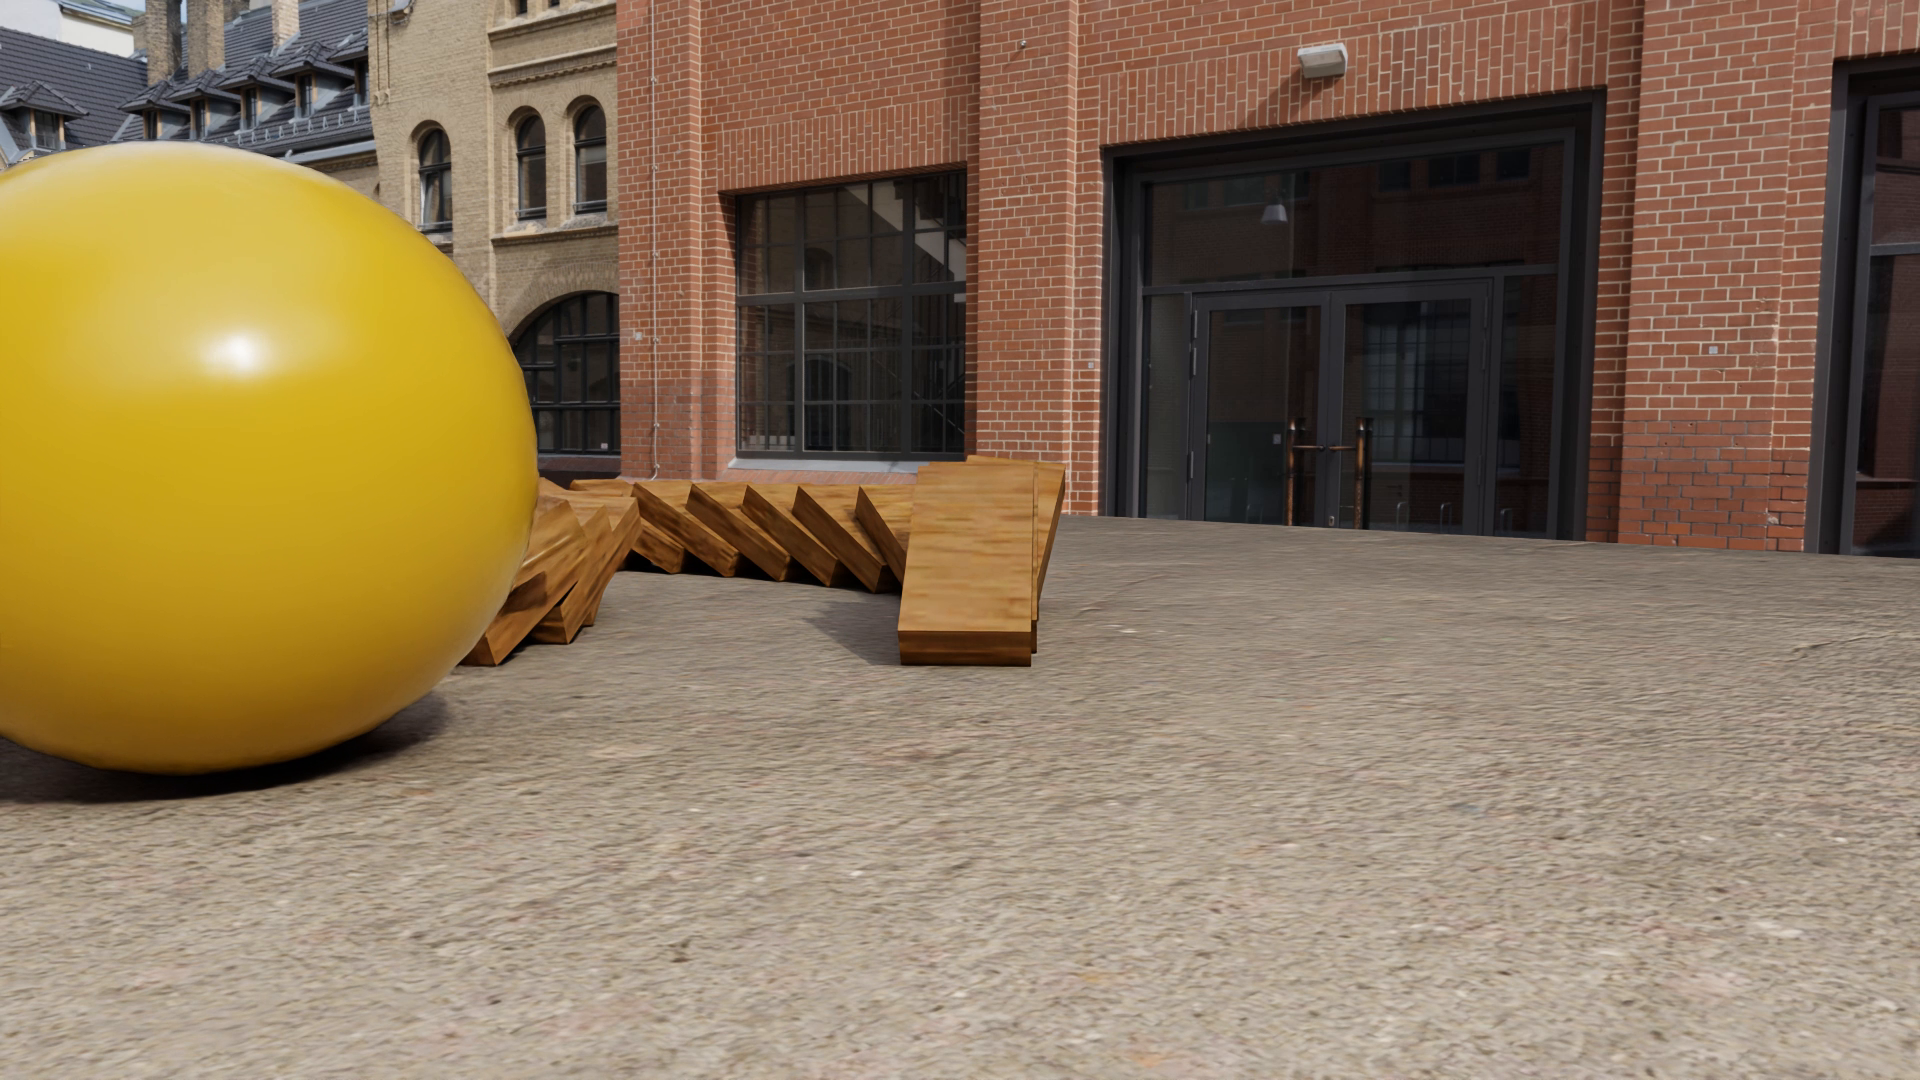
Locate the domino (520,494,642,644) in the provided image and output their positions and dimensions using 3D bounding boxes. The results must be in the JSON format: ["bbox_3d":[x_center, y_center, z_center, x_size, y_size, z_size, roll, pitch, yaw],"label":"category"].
[{"bbox_3d":[-0.093,0.006,0.293,0.025,0.010,0.050,2,29,6],"label":"domino"}]

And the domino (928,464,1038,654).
[{"bbox_3d":[0.004,0.003,0.277,0.025,0.009,0.050,0,41,4],"label":"domino"}]

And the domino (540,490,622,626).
[{"bbox_3d":[-0.100,0.004,0.317,0.025,0.009,0.050,1,30,-5],"label":"domino"}]

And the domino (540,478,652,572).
[{"bbox_3d":[-0.131,-0.006,0.441,0.050,0.009,0.025,27,10,11],"label":"domino"}]

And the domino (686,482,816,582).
[{"bbox_3d":[-0.064,-0.004,0.416,0.050,0.010,0.025,34,24,33],"label":"domino"}]

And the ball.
[{"bbox_3d":[-0.097,-0.010,0.166,0.080,0.080,0.080,0,4,0],"label":"ball"}]

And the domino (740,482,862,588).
[{"bbox_3d":[-0.044,-0.002,0.402,0.025,0.009,0.050,-4,31,-44],"label":"domino"}]

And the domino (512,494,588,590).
[{"bbox_3d":[-0.098,0.008,0.241,0.025,0.010,0.050,9,38,46],"label":"domino"}]

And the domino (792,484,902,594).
[{"bbox_3d":[-0.027,-0.001,0.386,0.025,0.009,0.050,-3,31,-38],"label":"domino"}]

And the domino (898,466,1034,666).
[{"bbox_3d":[0.002,0.004,0.262,0.025,0.010,0.050,0,41,4],"label":"domino"}]

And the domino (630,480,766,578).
[{"bbox_3d":[-0.084,-0.005,0.428,0.050,0.009,0.025,32,20,28],"label":"domino"}]

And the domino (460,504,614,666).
[{"bbox_3d":[-0.096,0.008,0.267,0.025,0.010,0.050,1,29,14],"label":"domino"}]

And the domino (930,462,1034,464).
[{"bbox_3d":[0.004,0.001,0.294,0.025,0.009,0.050,0,41,4],"label":"domino"}]

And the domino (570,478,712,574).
[{"bbox_3d":[-0.107,-0.005,0.437,0.050,0.009,0.025,29,15,21],"label":"domino"}]

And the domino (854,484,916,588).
[{"bbox_3d":[-0.010,0.000,0.368,0.025,0.009,0.050,-2,31,-24],"label":"domino"}]

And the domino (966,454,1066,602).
[{"bbox_3d":[0.009,-0.001,0.310,0.025,0.009,0.050,6,42,11],"label":"domino"}]
